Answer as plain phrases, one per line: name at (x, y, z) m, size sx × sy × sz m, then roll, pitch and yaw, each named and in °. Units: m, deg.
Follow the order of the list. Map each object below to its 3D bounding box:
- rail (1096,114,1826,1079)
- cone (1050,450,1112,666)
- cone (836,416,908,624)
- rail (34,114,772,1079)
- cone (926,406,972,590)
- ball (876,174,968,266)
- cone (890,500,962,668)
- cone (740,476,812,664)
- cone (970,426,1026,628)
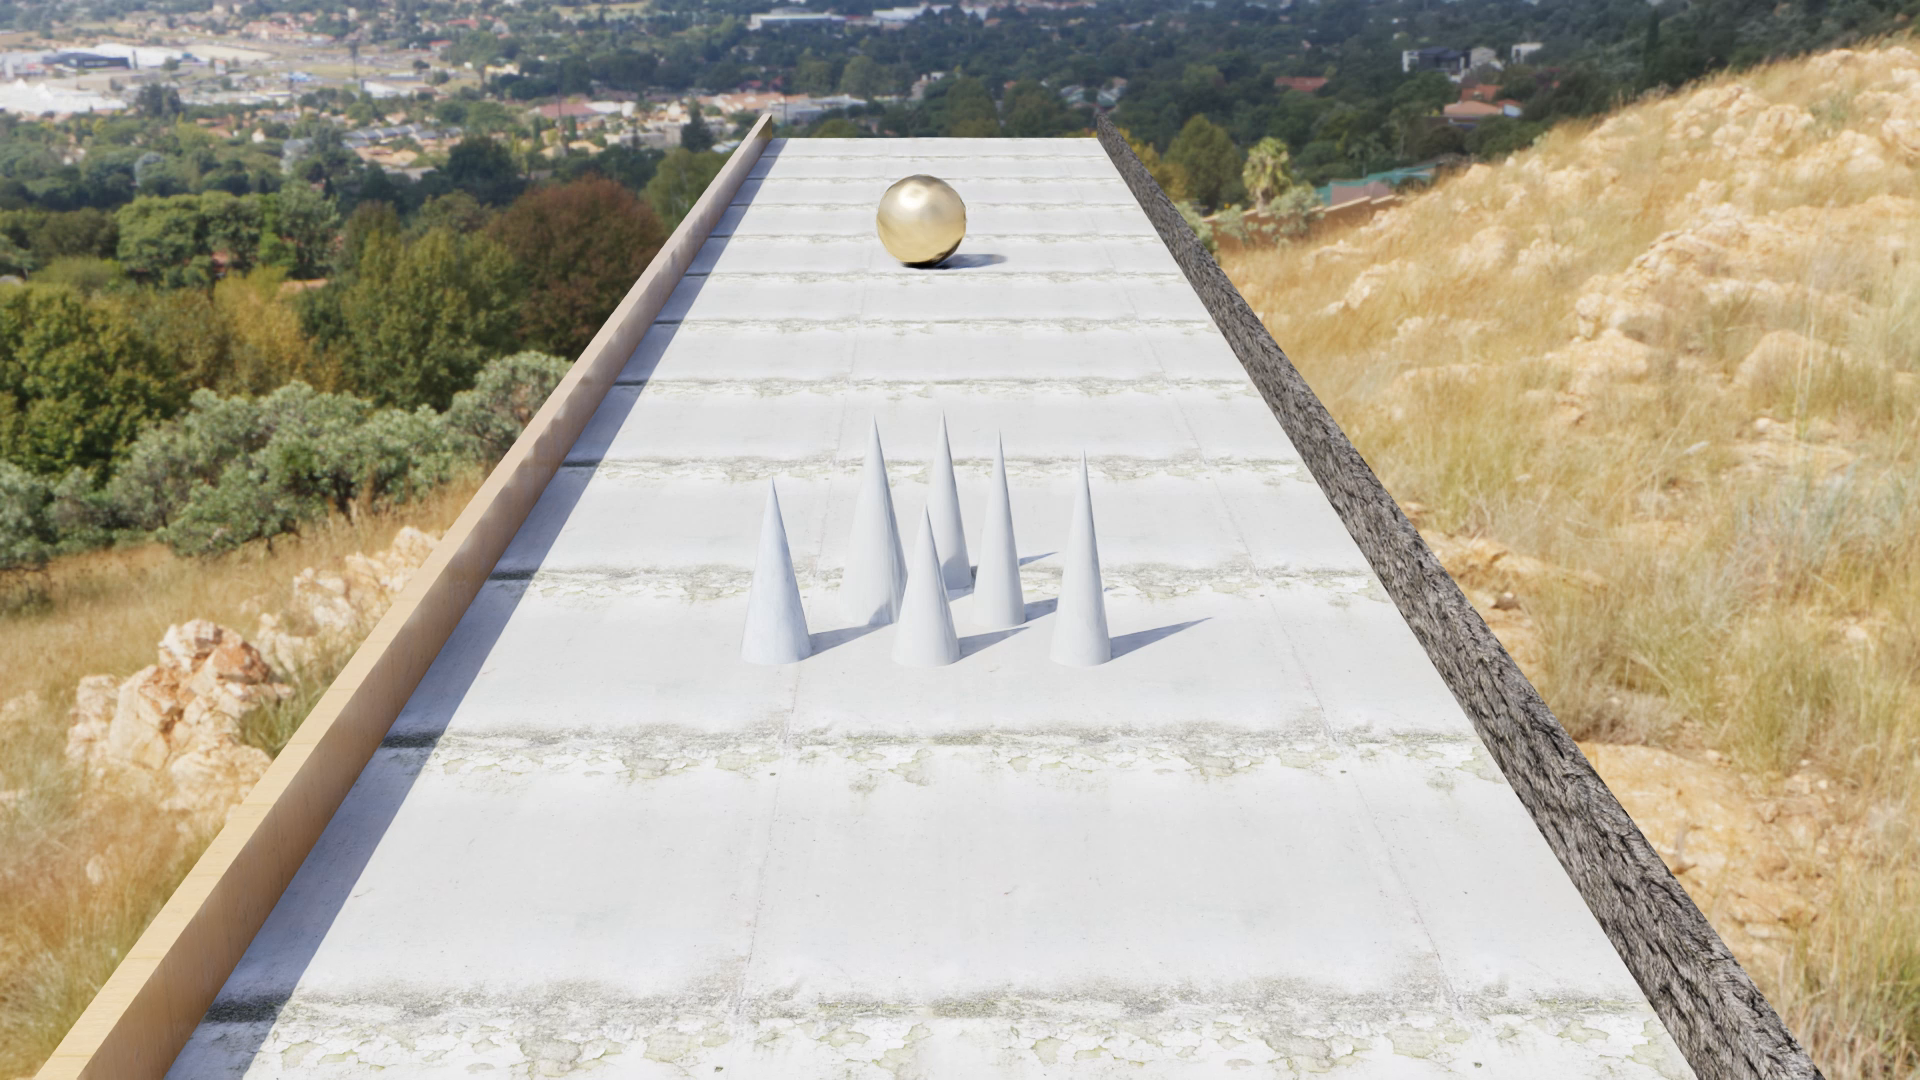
rail at (0.932, -0.844, 7.801) m, size 0.050 × 0.150 × 12.000 m, roll 0°, pitch 17°, yaw -1°
cone at (0.243, 0.024, 4.376) m, size 0.126 × 0.439 × 0.126 m, roll 0°, pitch 17°, yaw 0°
cone at (-0.180, -0.058, 4.647) m, size 0.172 × 0.441 × 0.172 m, roll 0°, pitch 17°, yaw 0°
rail at (-1.118, -0.838, 7.780) m, size 0.050 × 0.150 × 12.000 m, roll 0°, pitch 17°, yaw -1°
cone at (-0.037, -0.101, 4.861) m, size 0.132 × 0.403 × 0.132 m, roll 0°, pitch 17°, yaw 0°
ball at (-0.156, -1.301, 8.952) m, size 0.370 × 0.370 × 0.370 m, roll 0°, pitch 17°, yaw 0°
cone at (-0.069, 0.076, 4.394) m, size 0.143 × 0.329 × 0.143 m, roll 0°, pitch 17°, yaw 0°
cone at (-0.373, 0.047, 4.405) m, size 0.148 × 0.378 × 0.148 m, roll 0°, pitch 17°, yaw 0°
cone at (0.081, -0.035, 4.602) m, size 0.120 × 0.423 × 0.120 m, roll 0°, pitch 17°, yaw 0°
